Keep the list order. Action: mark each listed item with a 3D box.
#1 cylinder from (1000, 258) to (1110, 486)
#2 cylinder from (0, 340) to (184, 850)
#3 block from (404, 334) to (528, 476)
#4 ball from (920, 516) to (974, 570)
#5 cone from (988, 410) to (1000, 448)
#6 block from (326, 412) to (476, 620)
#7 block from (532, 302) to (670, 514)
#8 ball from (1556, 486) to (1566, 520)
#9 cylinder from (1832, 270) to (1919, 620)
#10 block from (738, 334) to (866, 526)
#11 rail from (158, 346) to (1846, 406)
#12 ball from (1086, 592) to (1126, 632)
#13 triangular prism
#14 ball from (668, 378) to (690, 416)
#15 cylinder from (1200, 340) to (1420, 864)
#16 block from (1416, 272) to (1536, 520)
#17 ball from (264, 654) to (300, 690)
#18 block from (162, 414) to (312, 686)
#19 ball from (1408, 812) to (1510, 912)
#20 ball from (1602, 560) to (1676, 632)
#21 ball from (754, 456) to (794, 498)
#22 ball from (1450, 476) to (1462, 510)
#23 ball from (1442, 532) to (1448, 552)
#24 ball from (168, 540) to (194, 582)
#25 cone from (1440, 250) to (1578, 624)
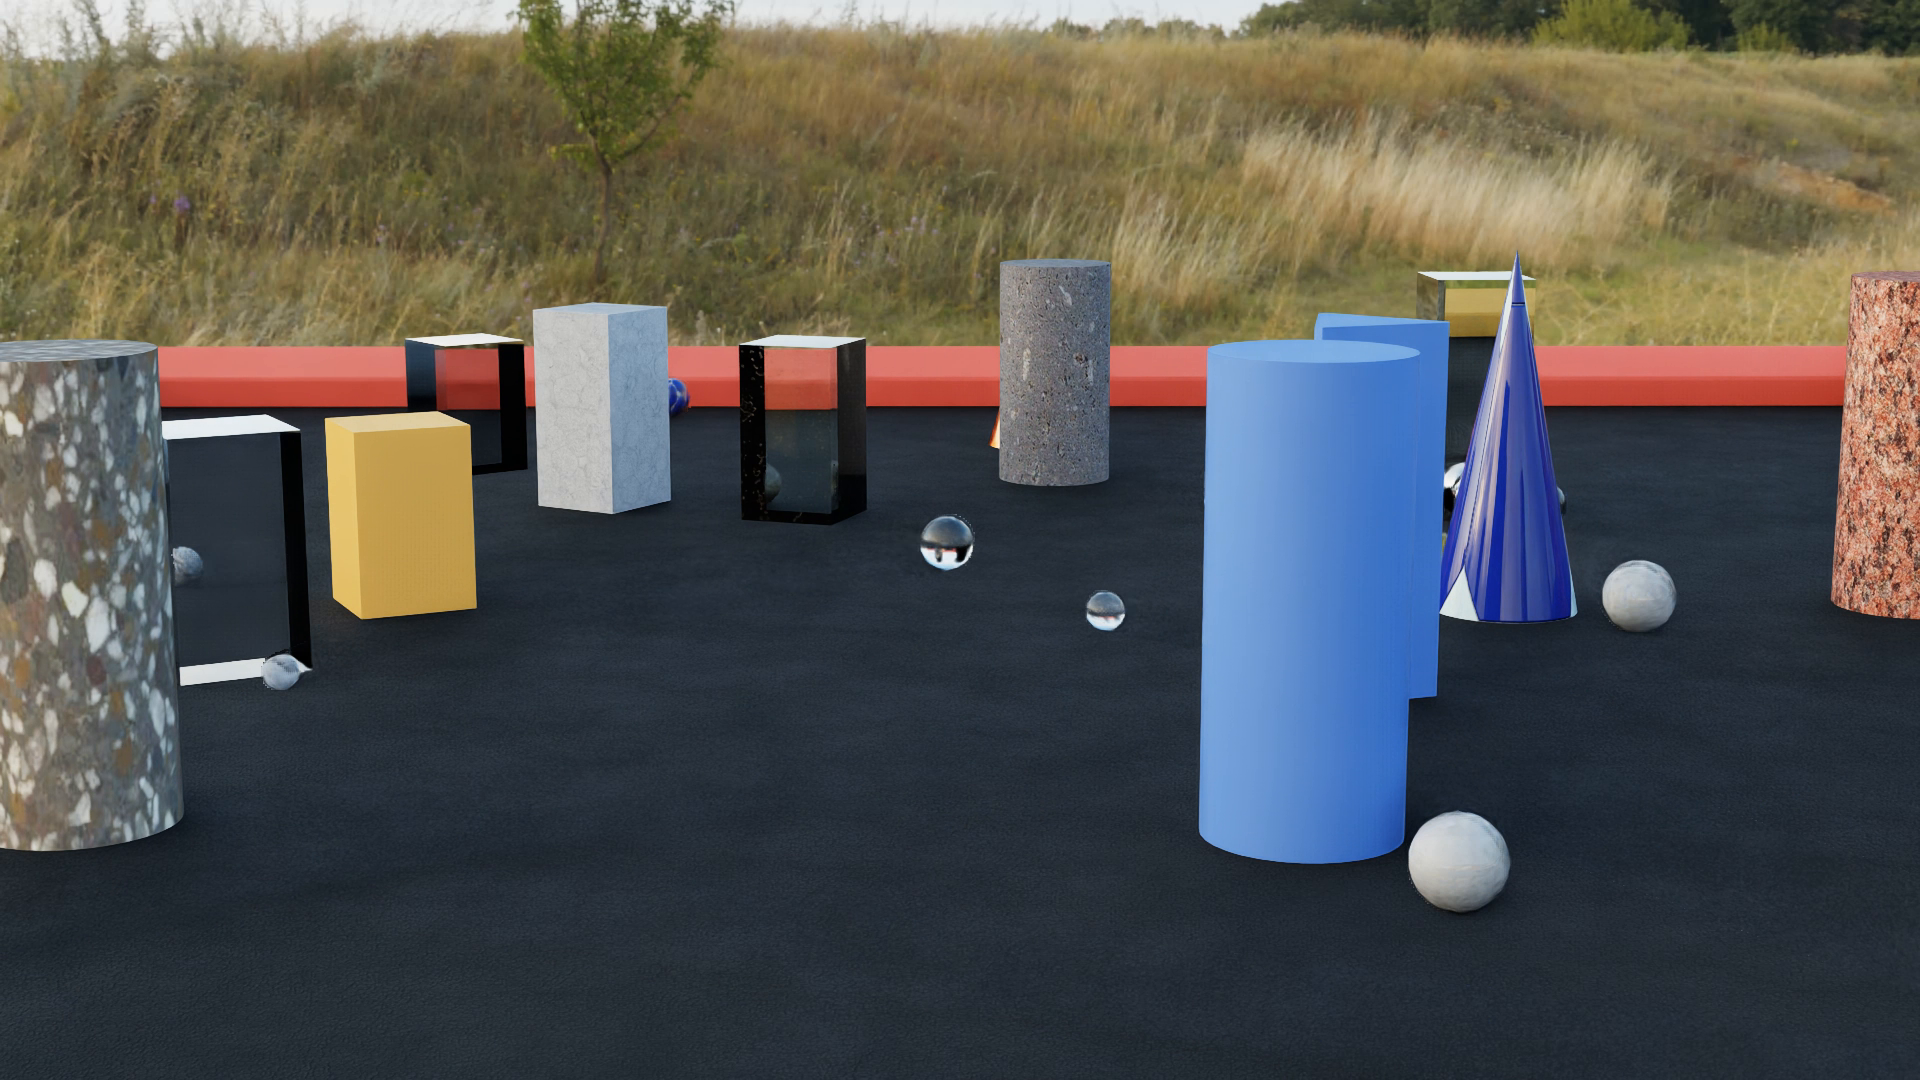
[{"bbox_3d":[0.168,-0.300,4.552,0.196,0.382,0.196,0,11,0],"label":"cylinder"},{"bbox_3d":[-0.859,0.047,2.461,0.196,0.461,0.196,0,11,0],"label":"cylinder"},{"bbox_3d":[-0.898,-0.247,4.667,0.157,0.236,0.157,-8,13,-38],"label":"block"},{"bbox_3d":[-0.019,0.004,3.741,0.078,0.078,0.078,0,11,0],"label":"ball"},{"bbox_3d":[0.152,-0.337,4.965,0.196,0.304,0.196,0,11,0],"label":"cone"},{"bbox_3d":[-0.761,-0.037,3.492,0.157,0.251,0.157,-5,12,-27],"label":"block"},{"bbox_3d":[-0.597,-0.223,4.287,0.157,0.327,0.157,6,12,30],"label":"block"},{"bbox_3d":[0.912,-0.054,4.039,0.084,0.084,0.084,0,11,0],"label":"ball"},{"bbox_3d":[1.293,-0.132,3.465,0.196,0.447,0.196,0,11,0],"label":"cylinder"},{"bbox_3d":[-0.254,-0.182,4.177,0.157,0.285,0.157,4,11,19],"label":"block"},{"bbox_3d":[-0.012,-0.349,5.507,3.926,0.127,0.045,0,11,0],"label":"rail"},{"bbox_3d":[0.189,0.093,3.339,0.051,0.051,0.051,0,11,0],"label":"ball"},{"bbox_3d":[0.454,-0.041,3.001,0.170,0.437,0.147,-4,11,-20],"label":"triangular prism"},{"bbox_3d":[-0.605,-0.299,5.375,0.079,0.079,0.079,0,11,0],"label":"ball"},{"bbox_3d":[0.328,0.053,2.423,0.196,0.464,0.196,0,11,0],"label":"cylinder"},{"bbox_3d":[0.836,-0.237,4.193,0.157,0.389,0.157,0,11,-2],"label":"block"},{"bbox_3d":[-0.800,0.156,3.024,0.042,0.042,0.042,0,11,0],"label":"ball"},{"bbox_3d":[-0.896,0.008,3.125,0.157,0.295,0.157,-6,12,-29],"label":"block"},{"bbox_3d":[0.434,0.280,2.232,0.087,0.087,0.087,0,11,0],"label":"ball"},{"bbox_3d":[0.882,0.073,3.331,0.094,0.094,0.094,0,11,0],"label":"ball"},{"bbox_3d":[-0.316,-0.107,4.362,0.071,0.071,0.071,0,11,0],"label":"ball"},{"bbox_3d":[0.828,-0.067,4.099,0.088,0.088,0.088,0,11,0],"label":"ball"},{"bbox_3d":[0.688,0.019,3.703,0.065,0.065,0.065,0,11,0],"label":"ball"},{"bbox_3d":[-1.124,0.029,3.660,0.059,0.059,0.059,0,11,0],"label":"ball"},{"bbox_3d":[0.737,-0.146,3.438,0.196,0.486,0.196,0,11,0],"label":"cone"}]
